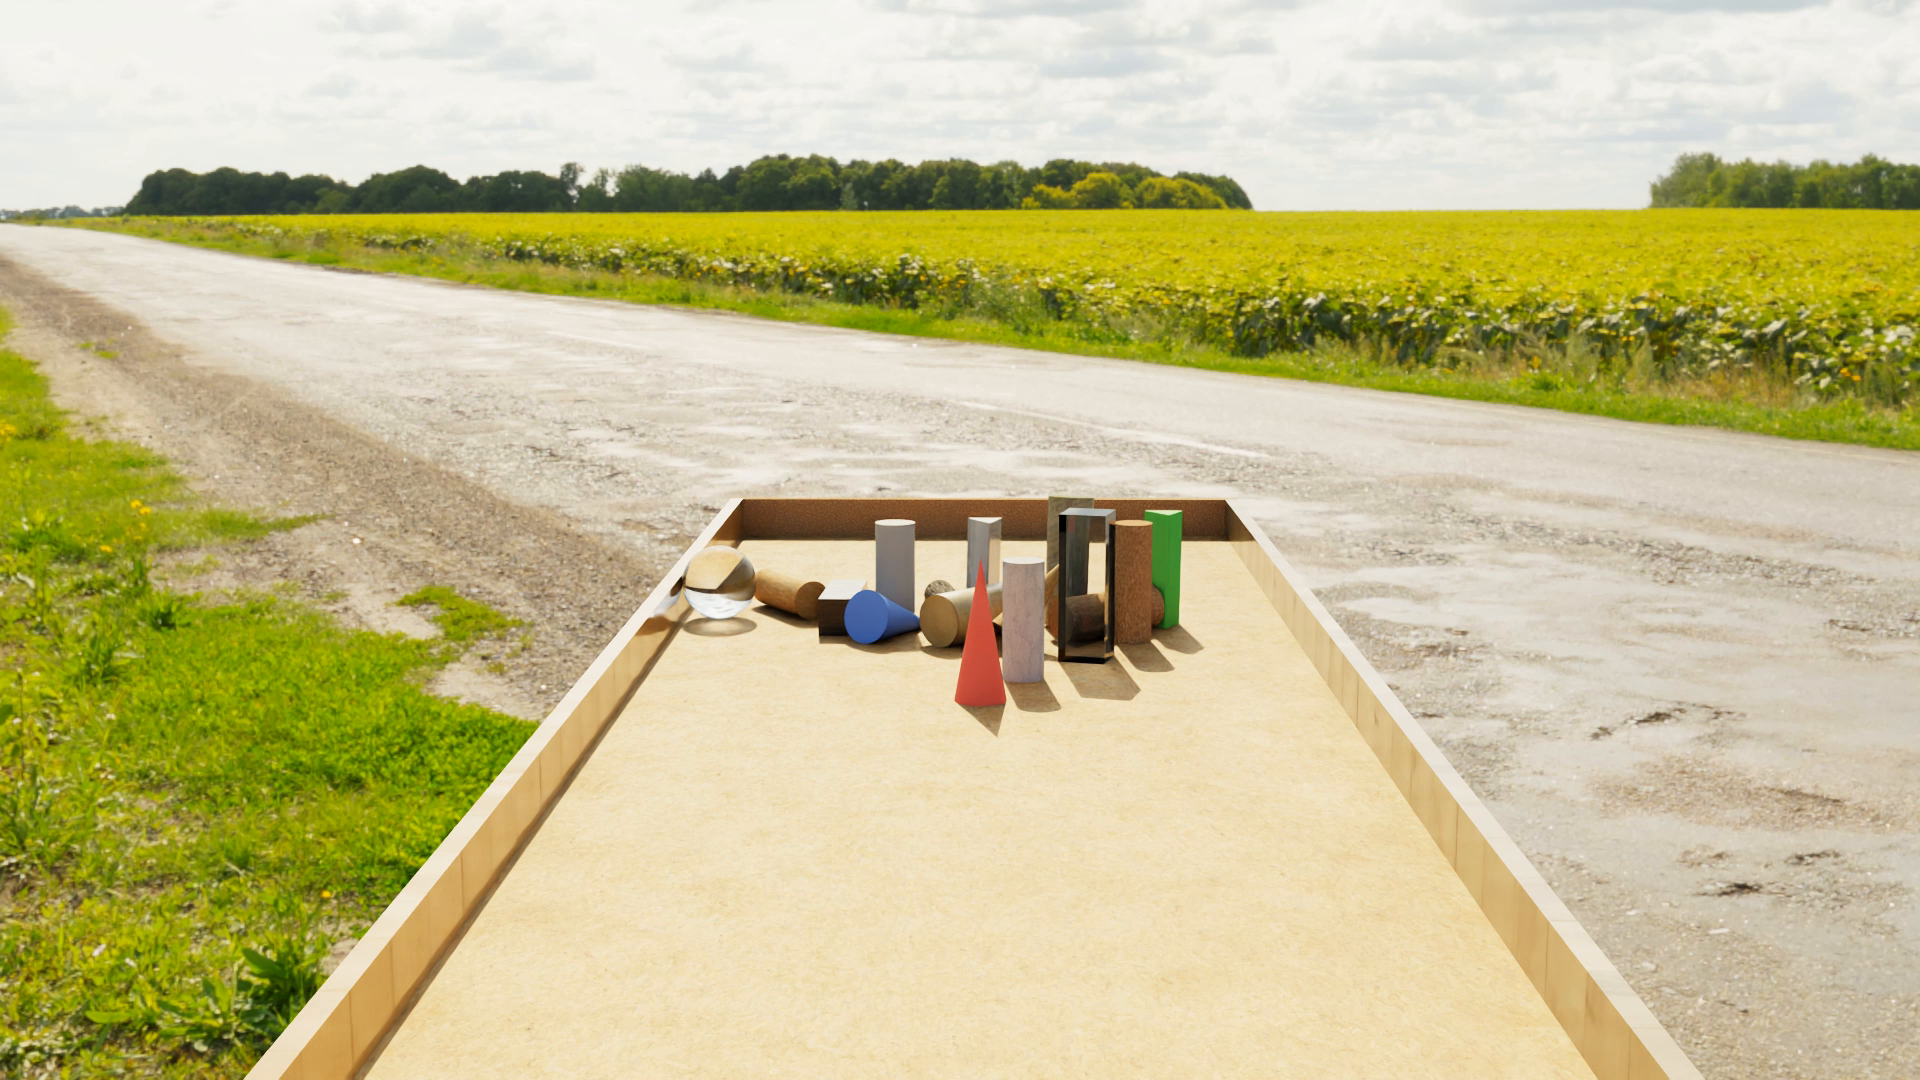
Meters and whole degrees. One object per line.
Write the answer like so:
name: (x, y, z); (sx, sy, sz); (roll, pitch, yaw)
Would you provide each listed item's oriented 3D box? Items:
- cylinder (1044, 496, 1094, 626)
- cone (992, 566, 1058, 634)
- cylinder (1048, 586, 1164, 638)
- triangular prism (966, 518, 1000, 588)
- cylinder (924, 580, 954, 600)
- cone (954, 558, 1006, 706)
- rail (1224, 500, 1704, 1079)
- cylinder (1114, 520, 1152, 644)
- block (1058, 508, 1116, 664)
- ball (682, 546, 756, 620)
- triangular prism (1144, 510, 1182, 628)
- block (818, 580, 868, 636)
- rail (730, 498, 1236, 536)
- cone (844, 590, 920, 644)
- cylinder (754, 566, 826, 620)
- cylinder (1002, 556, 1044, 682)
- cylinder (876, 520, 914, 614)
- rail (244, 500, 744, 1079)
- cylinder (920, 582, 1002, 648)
cylinder: (0.357, 0.068, 7.197); (0.150, 0.420, 0.150); (2, 4, 0)
cone: (0.250, 0.169, 6.880); (0.134, 0.330, 0.134); (37, -10, 8)
cylinder: (0.472, 0.232, 7.083); (0.374, 0.144, 0.144); (-7, 11, -37)
triangular prism: (0.093, 0.104, 7.220); (0.093, 0.350, 0.108); (-7, 14, -38)
cylinder: (-0.042, 0.217, 7.304); (0.104, 0.104, 0.394); (-1, 9, -8)
cone: (0.058, 0.249, 6.142); (0.148, 0.407, 0.148); (0, 9, 0)
rail: (1.046, 0.843, 3.208); (0.050, 0.150, 12.000); (0, 9, 1)
cylinder: (0.546, 0.133, 6.956); (0.120, 0.379, 0.120); (0, 9, 0)
block: (0.386, 0.138, 6.690); (0.143, 0.452, 0.143); (3, 9, 16)
ball: (-0.802, 0.141, 7.331); (0.247, 0.247, 0.247); (0, 9, 0)
triangular prism: (0.682, 0.093, 7.219); (0.107, 0.375, 0.124); (-5, 10, -34)
block: (-0.383, 0.221, 7.232); (0.120, 0.120, 0.358); (1, 9, 4)
rail: (0.099, -0.098, 9.147); (2.100, 0.150, 0.050); (0, 9, 1)
cone: (-0.193, 0.260, 7.099); (0.172, 0.172, 0.371); (6, -2, 34)
cylinder: (-0.576, 0.179, 7.456); (0.131, 0.131, 0.333); (-5, 10, -30)
cylinder: (0.185, 0.232, 6.426); (0.123, 0.351, 0.123); (0, 9, 0)
cylinder: (-0.212, 0.112, 7.203); (0.130, 0.344, 0.130); (0, 9, 0)
rail: (-1.004, 0.839, 3.234); (0.050, 0.150, 12.000); (0, 9, 1)
cylinder: (0.057, 0.233, 7.008); (0.167, 0.167, 0.365); (8, 12, 43)
